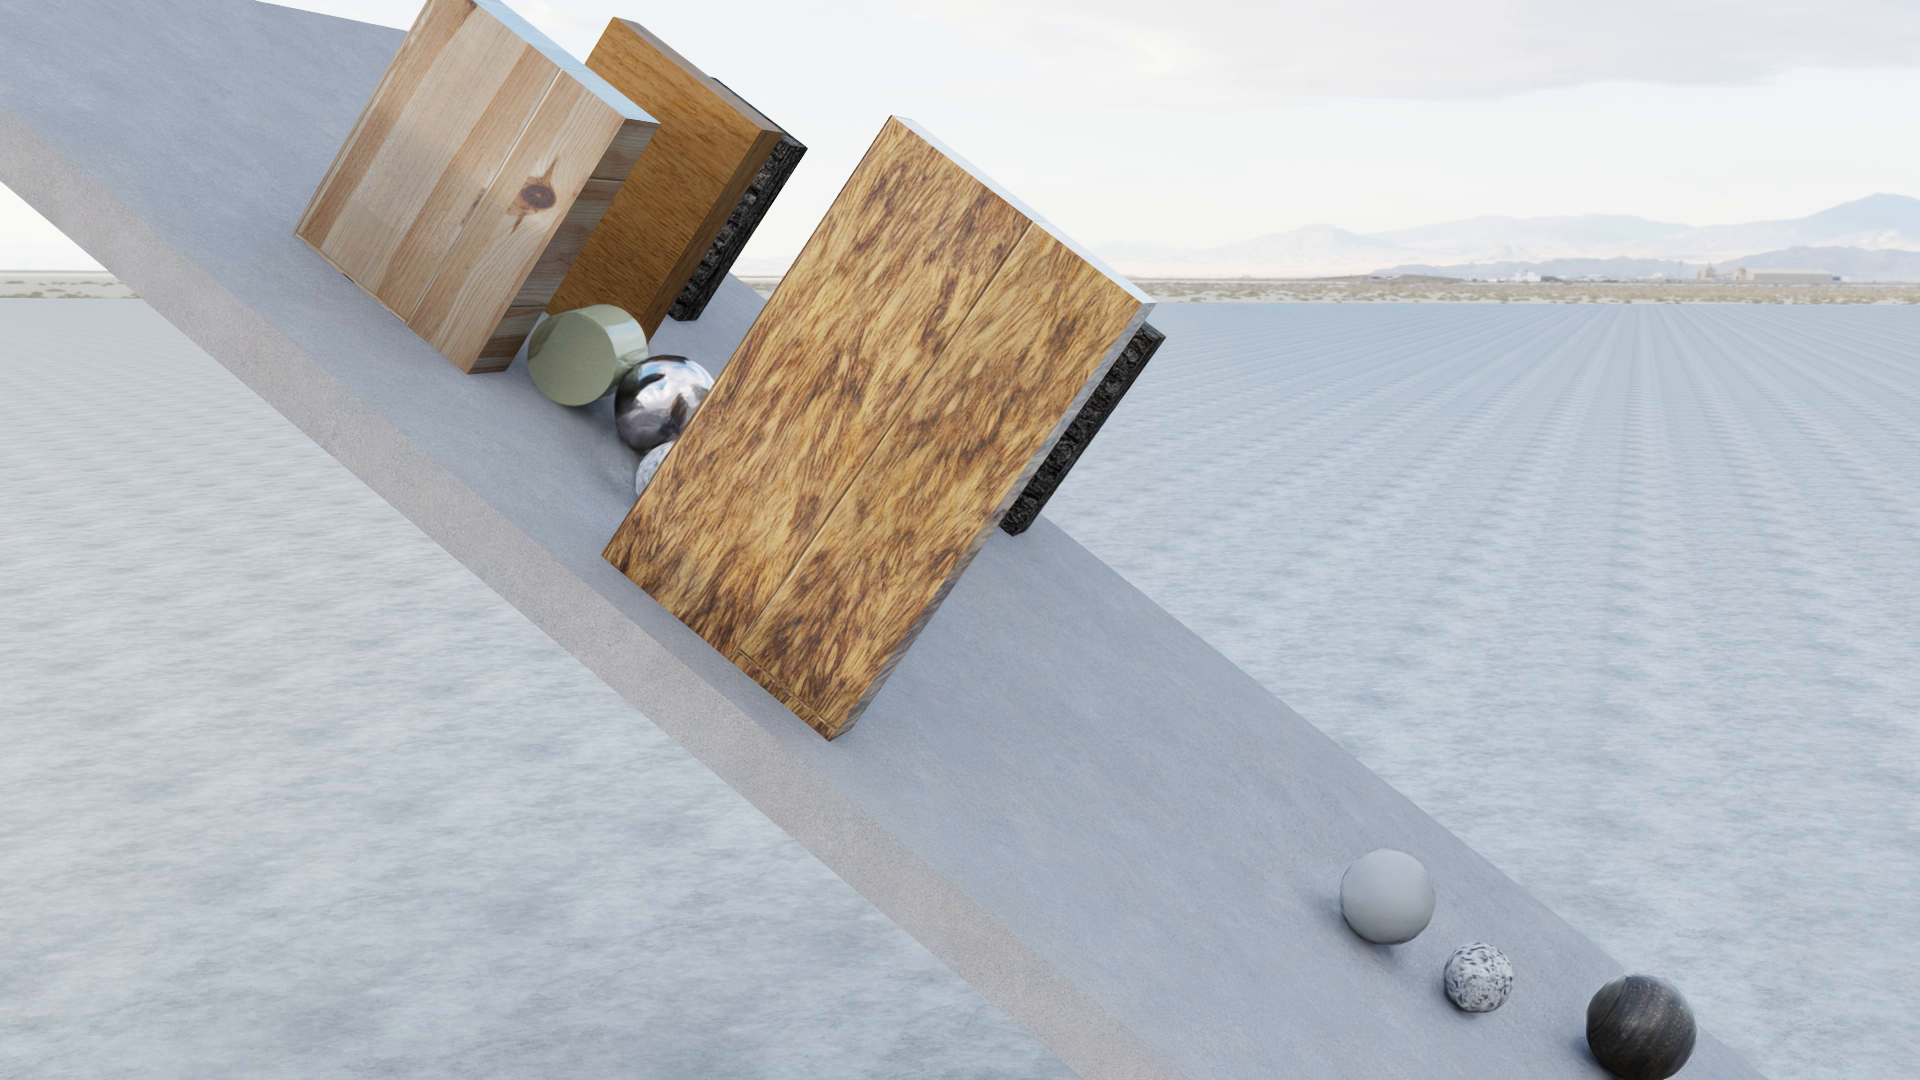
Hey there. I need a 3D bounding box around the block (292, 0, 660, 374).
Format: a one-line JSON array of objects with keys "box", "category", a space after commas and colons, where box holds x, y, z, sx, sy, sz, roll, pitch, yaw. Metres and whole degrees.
[{"box": [-0.795, -0.591, 3.600, 0.393, 0.498, 0.129, 38, 16, 10], "category": "block"}]

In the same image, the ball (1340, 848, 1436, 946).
[{"box": [0.753, 0.629, 3.875, 0.168, 0.168, 0.168, 0, 7, 0], "category": "ball"}]

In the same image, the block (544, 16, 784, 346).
[{"box": [-0.621, -0.643, 4.075, 0.355, 0.521, 0.106, 38, 16, 10], "category": "block"}]

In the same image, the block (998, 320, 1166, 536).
[{"box": [0.175, -0.299, 4.720, 0.262, 0.526, 0.114, 38, 16, 10], "category": "block"}]

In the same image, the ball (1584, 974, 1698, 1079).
[{"box": [1.260, 0.904, 4.072, 0.199, 0.199, 0.199, 0, 7, 0], "category": "ball"}]

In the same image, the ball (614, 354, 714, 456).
[{"box": [-0.497, -0.224, 3.739, 0.182, 0.182, 0.182, 0, 7, 0], "category": "ball"}]

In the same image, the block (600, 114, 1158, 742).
[{"box": [-0.129, -0.155, 3.178, 0.445, 0.784, 0.099, 38, 16, 10], "category": "block"}]

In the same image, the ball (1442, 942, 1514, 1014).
[{"box": [0.914, 0.772, 3.877, 0.123, 0.123, 0.123, 0, 7, 0], "category": "ball"}]

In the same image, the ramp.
[{"box": [-0.075, 0.141, 4.075, 4.000, 0.100, 2.000, 38, 16, 10], "category": "ramp"}]

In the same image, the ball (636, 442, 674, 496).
[{"box": [-0.457, -0.094, 3.538, 0.129, 0.129, 0.129, 0, 7, 0], "category": "ball"}]

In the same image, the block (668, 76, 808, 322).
[{"box": [-0.548, -0.709, 4.573, 0.254, 0.438, 0.103, 38, 16, 10], "category": "block"}]

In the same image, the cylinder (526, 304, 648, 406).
[{"box": [-0.637, -0.318, 3.767, 0.158, 0.158, 0.158, 1, 11, 12], "category": "cylinder"}]
